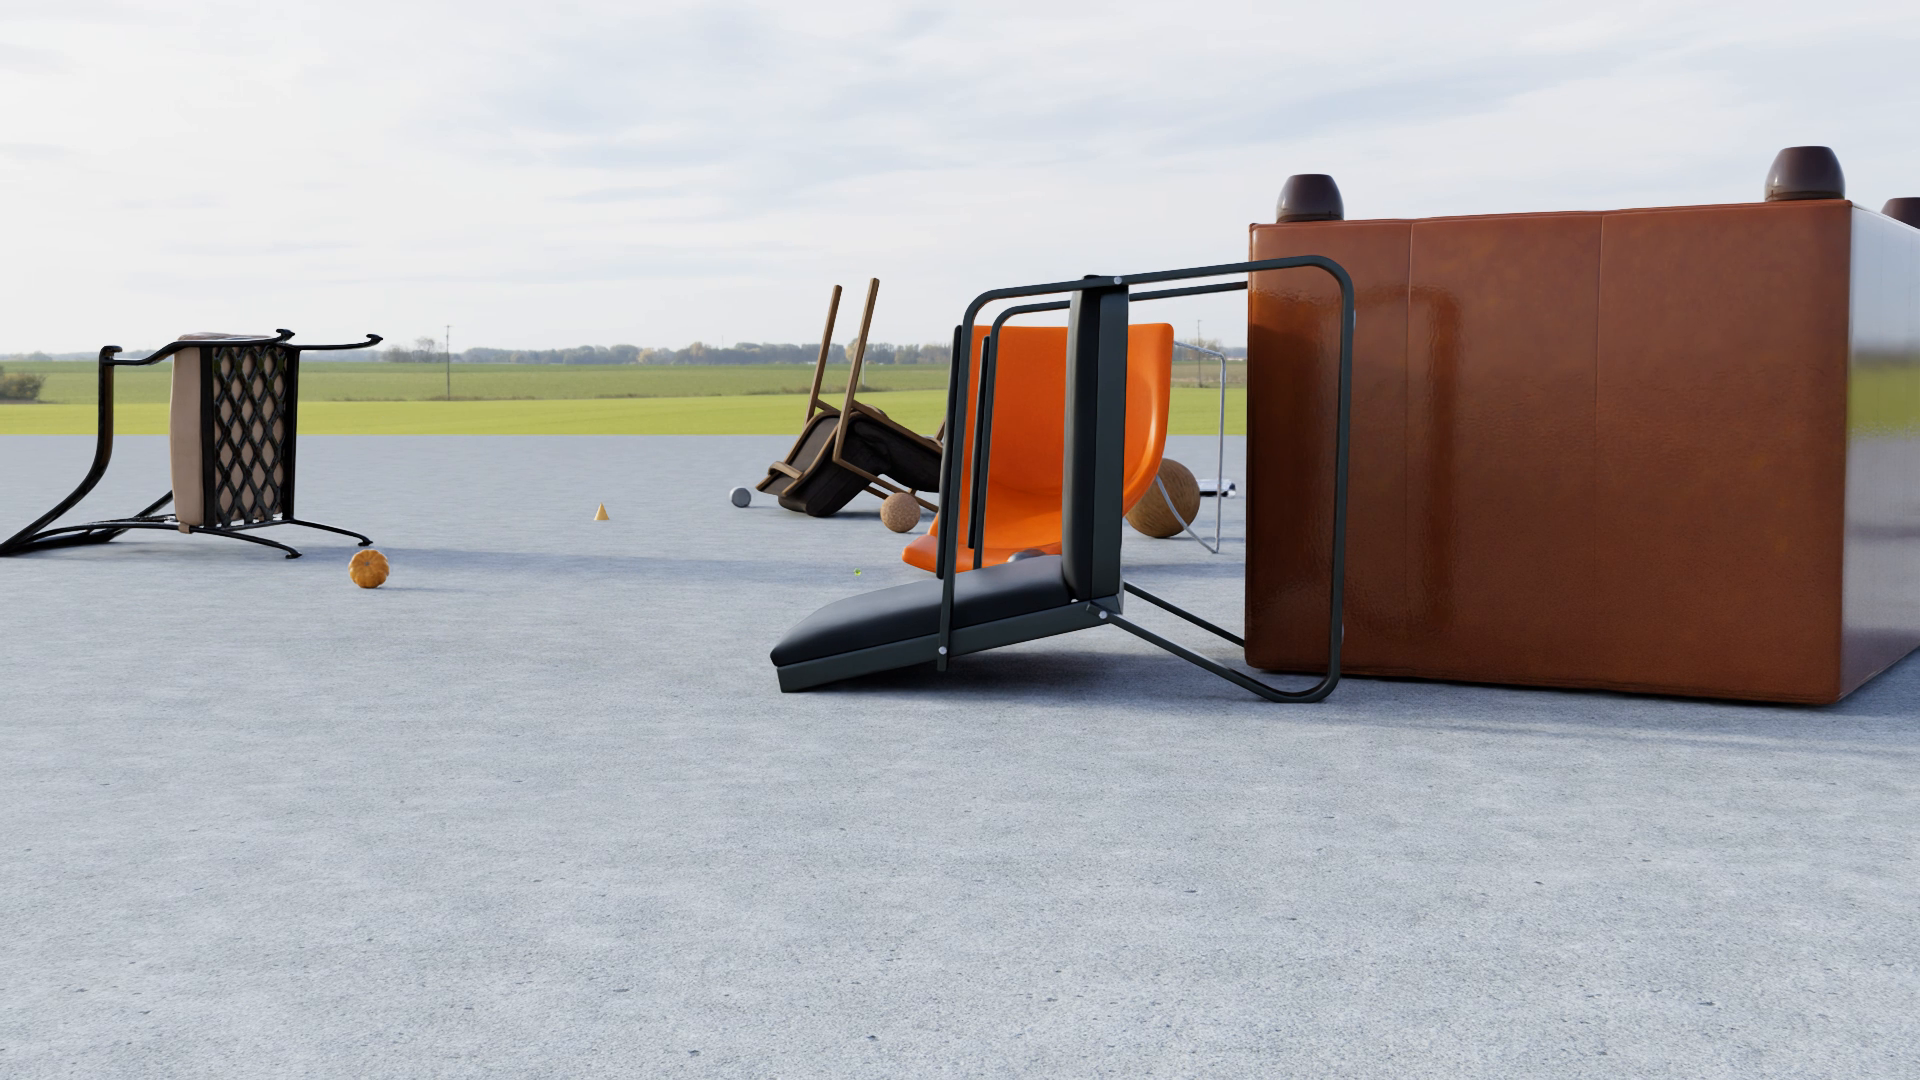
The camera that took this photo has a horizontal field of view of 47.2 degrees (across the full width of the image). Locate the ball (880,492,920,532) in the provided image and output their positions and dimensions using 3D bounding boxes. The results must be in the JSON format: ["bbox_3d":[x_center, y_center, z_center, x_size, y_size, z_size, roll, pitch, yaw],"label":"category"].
[{"bbox_3d":[-0.186,-0.085,6.873,0.126,0.126,0.126,0,4,0],"label":"ball"}]

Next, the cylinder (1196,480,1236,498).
[{"bbox_3d":[1.035,-0.215,9.153,0.176,0.072,0.192,-1,7,-11],"label":"cylinder"}]

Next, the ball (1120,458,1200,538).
[{"bbox_3d":[0.604,-0.127,6.629,0.242,0.242,0.242,0,4,0],"label":"ball"}]

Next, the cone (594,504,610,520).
[{"bbox_3d":[-1.231,-0.100,7.555,0.051,0.062,0.057,1,4,17],"label":"cone"}]

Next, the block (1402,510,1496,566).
[{"bbox_3d":[1.273,-0.006,5.746,0.212,0.121,0.315,1,4,8],"label":"block"}]

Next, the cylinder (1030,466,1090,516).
[{"bbox_3d":[0.354,-0.172,7.802,0.164,0.171,0.162,-5,11,-19],"label":"cylinder"}]

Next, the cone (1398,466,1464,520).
[{"bbox_3d":[1.622,-0.163,7.533,0.194,0.189,0.264,-4,6,-45],"label":"cone"}]
